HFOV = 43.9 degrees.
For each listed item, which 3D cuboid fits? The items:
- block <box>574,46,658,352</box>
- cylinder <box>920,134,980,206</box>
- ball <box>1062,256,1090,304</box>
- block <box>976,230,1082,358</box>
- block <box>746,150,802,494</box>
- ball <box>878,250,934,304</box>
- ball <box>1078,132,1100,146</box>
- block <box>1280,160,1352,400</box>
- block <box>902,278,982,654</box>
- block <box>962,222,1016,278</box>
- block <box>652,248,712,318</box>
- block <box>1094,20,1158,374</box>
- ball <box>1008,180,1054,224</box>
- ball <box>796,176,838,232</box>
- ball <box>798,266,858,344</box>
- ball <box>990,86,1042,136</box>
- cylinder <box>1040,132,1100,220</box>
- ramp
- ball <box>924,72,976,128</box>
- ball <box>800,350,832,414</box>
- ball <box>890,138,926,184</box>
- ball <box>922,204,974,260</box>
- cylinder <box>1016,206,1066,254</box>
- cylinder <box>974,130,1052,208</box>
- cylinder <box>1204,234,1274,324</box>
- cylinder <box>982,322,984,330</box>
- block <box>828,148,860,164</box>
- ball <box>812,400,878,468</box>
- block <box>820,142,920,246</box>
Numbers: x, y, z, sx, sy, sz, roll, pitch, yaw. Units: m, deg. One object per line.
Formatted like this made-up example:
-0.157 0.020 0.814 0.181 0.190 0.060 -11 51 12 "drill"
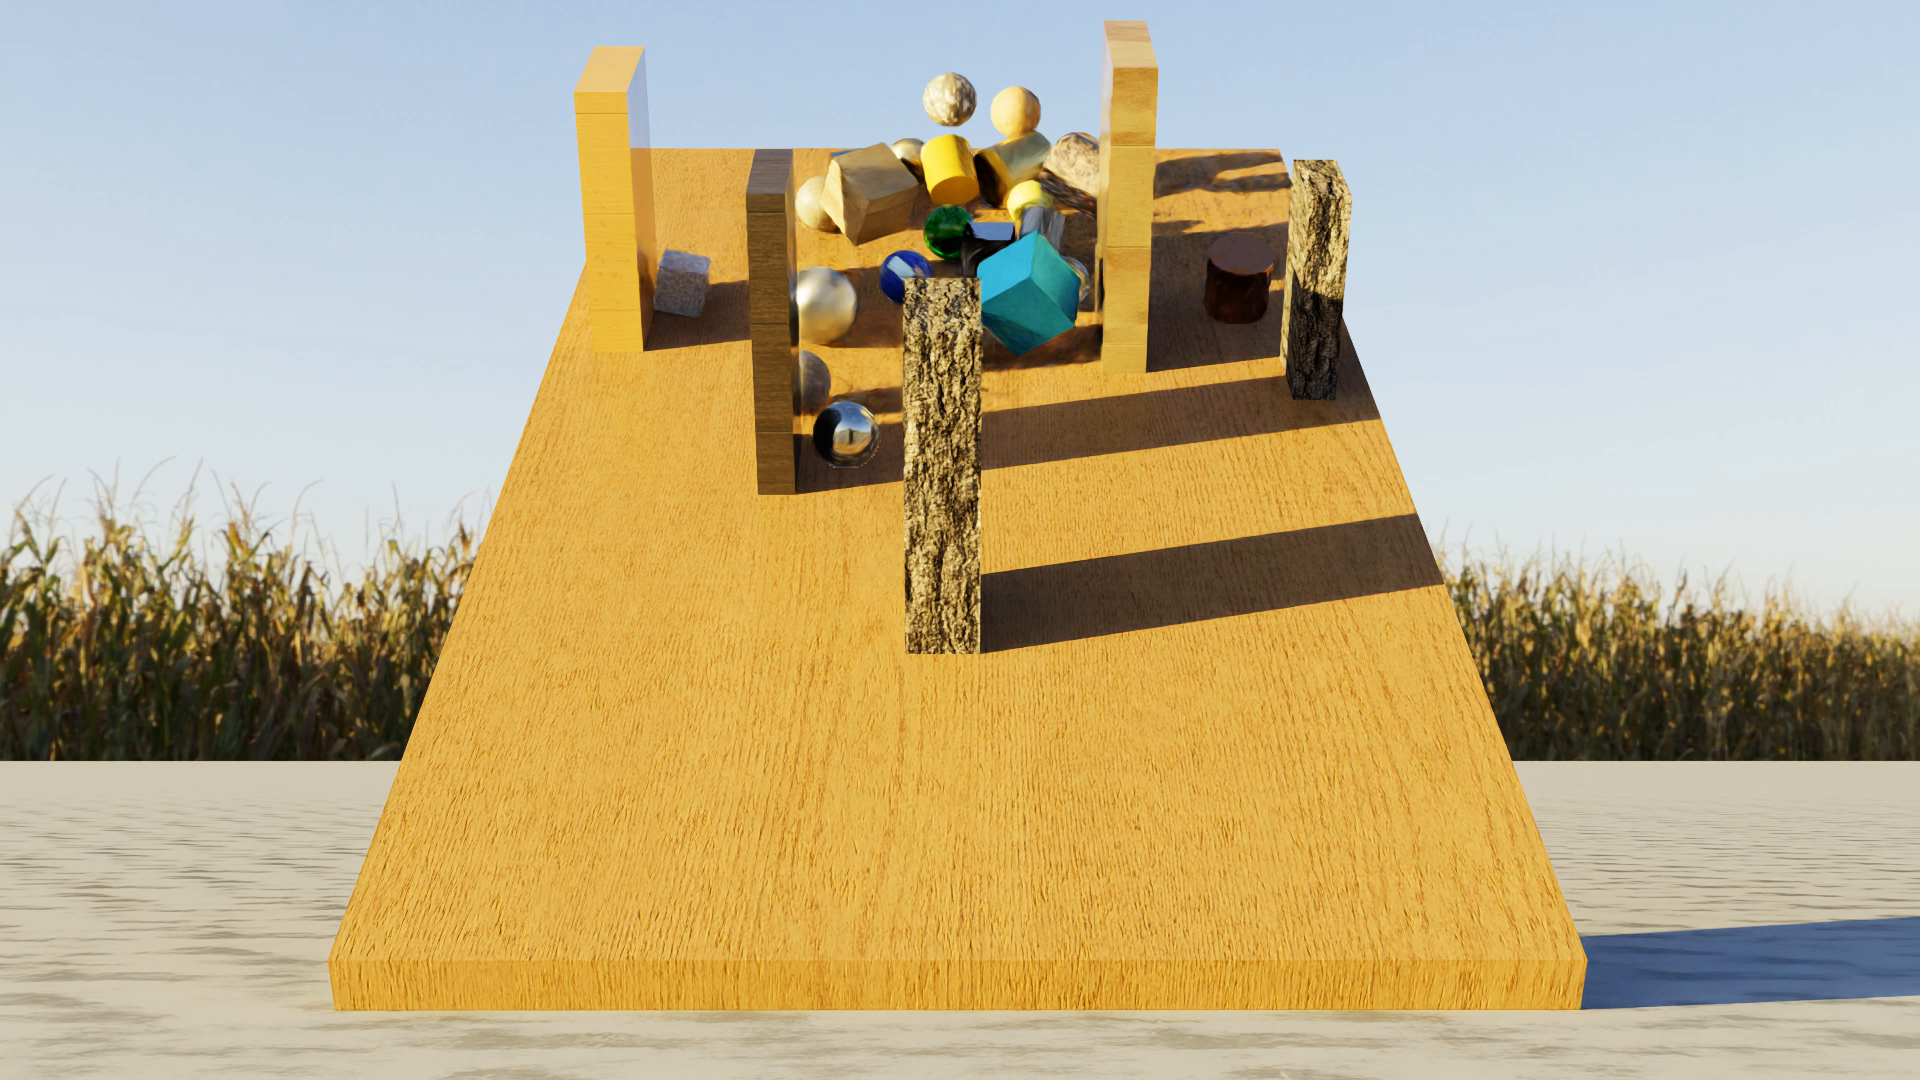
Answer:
-0.850 -0.851 5.939 0.124 0.664 0.381 0 28 0 "block"
-0.029 -1.053 6.800 0.146 0.146 0.146 -9 -26 -5 "cylinder"
0.270 -0.664 6.150 0.134 0.134 0.134 0 -5 0 "ball"
0.163 -0.603 5.840 0.181 0.181 0.181 -27 -55 30 "block"
-0.402 -0.472 5.195 0.082 0.694 0.287 0 28 0 "block"
-0.141 -0.682 6.184 0.142 0.142 0.142 0 -5 0 "ball"
0.347 -1.122 7.005 0.155 0.155 0.155 0 -5 0 "ball"
0.845 -0.620 5.679 0.101 0.509 0.260 0 28 0 "block"
-0.034 -0.140 4.592 0.144 0.670 0.279 0 28 0 "block"
0.076 -0.763 6.352 0.129 0.129 0.129 3 28 6 "block"
-0.715 -0.661 6.138 0.122 0.122 0.122 11 28 -3 "block"
0.401 -0.838 5.817 0.105 0.762 0.399 0 28 0 "block"
0.199 -0.943 6.692 0.130 0.130 0.130 0 -5 0 "ball"
-0.383 -0.940 6.656 0.154 0.154 0.154 0 -5 0 "ball"
-0.351 -0.585 5.941 0.195 0.195 0.195 0 -5 0 "ball"
0.163 -1.247 6.944 0.149 0.149 0.149 0 -5 0 "ball"
0.334 -0.953 6.262 0.176 0.176 0.176 33 9 23 "cylinder"
-0.011 -0.223 5.575 2.000 0.100 4.000 0 28 0 "ramp"
-0.027 -1.226 6.642 0.150 0.150 0.150 0 -5 0 "ball"
-0.378 -0.370 5.582 0.151 0.151 0.151 0 -5 0 "ball"
-0.147 -1.107 6.985 0.144 0.144 0.144 0 -5 0 "ball"
-0.028 -0.836 6.468 0.149 0.149 0.149 0 -5 0 "ball"
0.216 -0.818 6.413 0.118 0.118 0.118 11 -16 3 "cylinder"
0.159 -1.066 6.849 0.178 0.178 0.178 -29 11 -31 "cylinder"
0.711 -0.666 6.087 0.165 0.165 0.165 0 -44 -1 "cylinder"
-0.034 -0.524 5.845 0.179 0.179 0.179 -1 28 9 "cylinder"
-0.278 -1.026 6.827 0.147 0.147 0.147 -12 30 -22 "block"
-0.256 -0.237 5.334 0.148 0.148 0.148 0 -5 0 "ball"
-0.242 -0.925 6.372 0.171 0.171 0.171 -23 -27 -31 "block"
